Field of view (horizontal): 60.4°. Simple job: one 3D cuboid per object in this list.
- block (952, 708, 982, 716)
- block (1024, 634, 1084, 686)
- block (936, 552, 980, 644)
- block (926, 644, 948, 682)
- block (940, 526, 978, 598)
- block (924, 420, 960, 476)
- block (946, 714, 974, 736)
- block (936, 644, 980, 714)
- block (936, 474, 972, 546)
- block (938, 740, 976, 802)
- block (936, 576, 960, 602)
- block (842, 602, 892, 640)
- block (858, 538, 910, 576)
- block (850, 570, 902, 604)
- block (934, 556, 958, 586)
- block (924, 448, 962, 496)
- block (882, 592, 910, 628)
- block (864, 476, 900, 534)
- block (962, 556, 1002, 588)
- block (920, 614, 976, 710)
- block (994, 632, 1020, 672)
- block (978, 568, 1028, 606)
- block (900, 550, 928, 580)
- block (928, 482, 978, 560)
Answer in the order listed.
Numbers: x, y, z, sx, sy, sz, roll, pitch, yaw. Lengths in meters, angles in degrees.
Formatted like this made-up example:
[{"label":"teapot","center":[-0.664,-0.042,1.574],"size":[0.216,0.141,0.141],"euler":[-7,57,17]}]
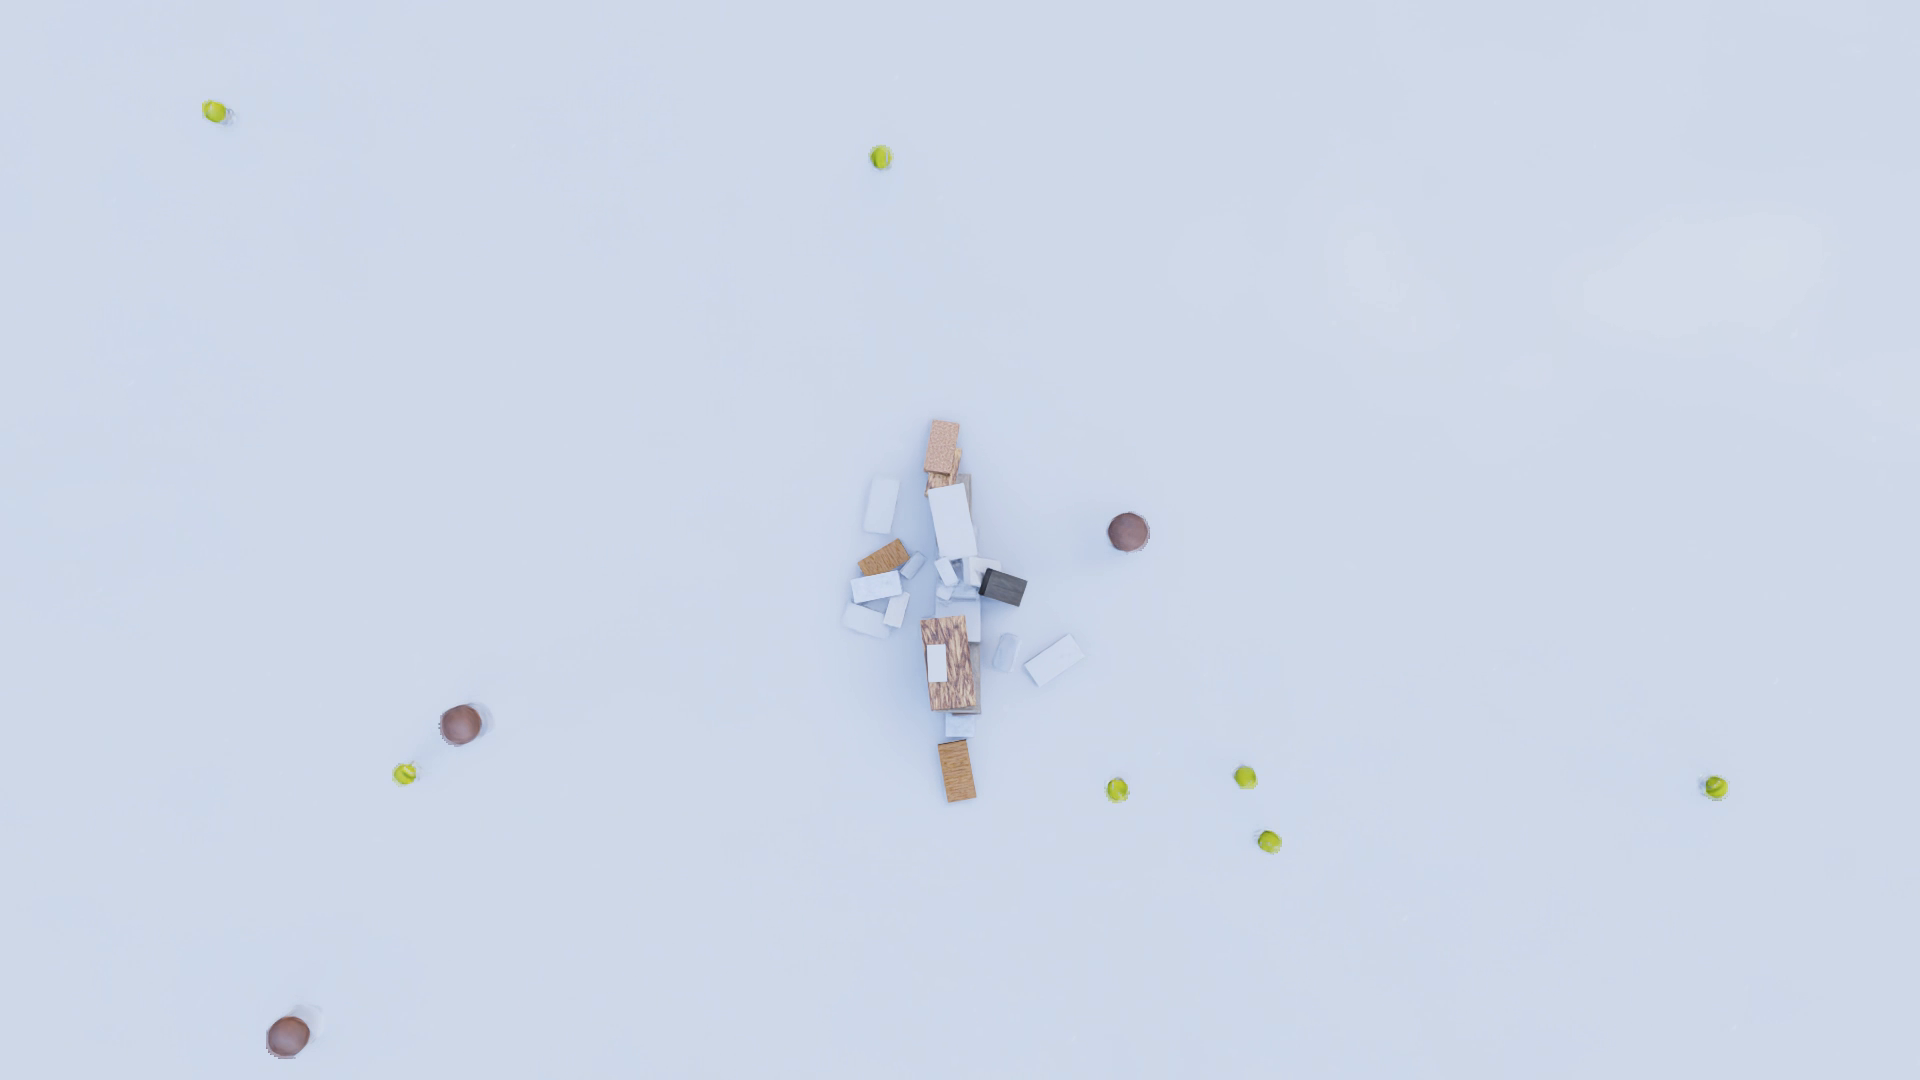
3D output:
[{"label":"block","center":[0.015,0.482,5.451],"size":[0.097,0.027,0.194],"euler":[-4,72,-1]},{"label":"block","center":[0.314,0.400,5.487],"size":[0.183,0.026,0.091],"euler":[-34,90,0]},{"label":"block","center":[-0.006,0.191,5.449],"size":[0.148,0.042,0.295],"euler":[0,78,0]},{"label":"block","center":[-0.074,0.399,5.338],"size":[0.060,0.017,0.120],"euler":[-3,83,0]},{"label":"block","center":[-0.006,0.072,5.432],"size":[0.120,0.034,0.240],"euler":[1,73,0]},{"label":"block","center":[-0.061,-0.306,5.456],"size":[0.090,0.026,0.180],"euler":[9,72,3]},{"label":"block","center":[0.001,0.556,5.486],"size":[0.097,0.027,0.194],"euler":[0,90,0]},{"label":"block","center":[-0.007,0.421,5.434],"size":[0.148,0.042,0.295],"euler":[0,72,0]},{"label":"block","center":[-0.021,-0.101,5.449],"size":[0.120,0.034,0.240],"euler":[0,73,0]},{"label":"block","center":[-0.010,0.768,5.486],"size":[0.097,0.027,0.194],"euler":[-10,90,0]},{"label":"block","center":[-0.038,0.151,5.384],"size":[0.045,0.013,0.091],"euler":[27,75,8]},{"label":"block","center":[-0.306,0.269,5.489],"size":[0.159,0.023,0.080],"euler":[19,90,0]},{"label":"block","center":[-0.253,0.069,5.489],"size":[0.159,0.023,0.080],"euler":[-31,90,0]},{"label":"block","center":[-0.277,0.155,5.466],"size":[0.159,0.023,0.080],"euler":[-11,90,1]},{"label":"block","center":[-0.045,0.101,5.360],"size":[0.045,0.013,0.091],"euler":[-26,104,3]},{"label":"block","center":[-0.054,-0.223,5.455],"size":[0.090,0.026,0.180],"euler":[11,72,4]},{"label":"block","center":[-0.211,0.228,5.476],"size":[0.060,0.017,0.120],"euler":[16,75,0]},{"label":"block","center":[-0.260,-0.114,5.487],"size":[0.090,0.025,0.180],"euler":[11,90,0]},{"label":"block","center":[0.075,0.108,5.411],"size":[0.026,0.183,0.091],"euler":[-11,78,34]},{"label":"block","center":[-0.039,0.400,5.368],"size":[0.148,0.042,0.295],"euler":[-7,83,-1]},{"label":"block","center":[0.155,0.373,5.489],"size":[0.060,0.017,0.120],"euler":[17,90,5]},{"label":"block","center":[0.142,0.156,5.425],"size":[0.026,0.183,0.091],"euler":[19,90,44]},{"label":"block","center":[-0.156,0.084,5.483],"size":[0.045,0.013,0.091],"euler":[39,90,-32]},{"label":"block","center":[-0.024,-0.056,5.387],"size":[0.120,0.034,0.240],"euler":[-11,85,-1]}]
